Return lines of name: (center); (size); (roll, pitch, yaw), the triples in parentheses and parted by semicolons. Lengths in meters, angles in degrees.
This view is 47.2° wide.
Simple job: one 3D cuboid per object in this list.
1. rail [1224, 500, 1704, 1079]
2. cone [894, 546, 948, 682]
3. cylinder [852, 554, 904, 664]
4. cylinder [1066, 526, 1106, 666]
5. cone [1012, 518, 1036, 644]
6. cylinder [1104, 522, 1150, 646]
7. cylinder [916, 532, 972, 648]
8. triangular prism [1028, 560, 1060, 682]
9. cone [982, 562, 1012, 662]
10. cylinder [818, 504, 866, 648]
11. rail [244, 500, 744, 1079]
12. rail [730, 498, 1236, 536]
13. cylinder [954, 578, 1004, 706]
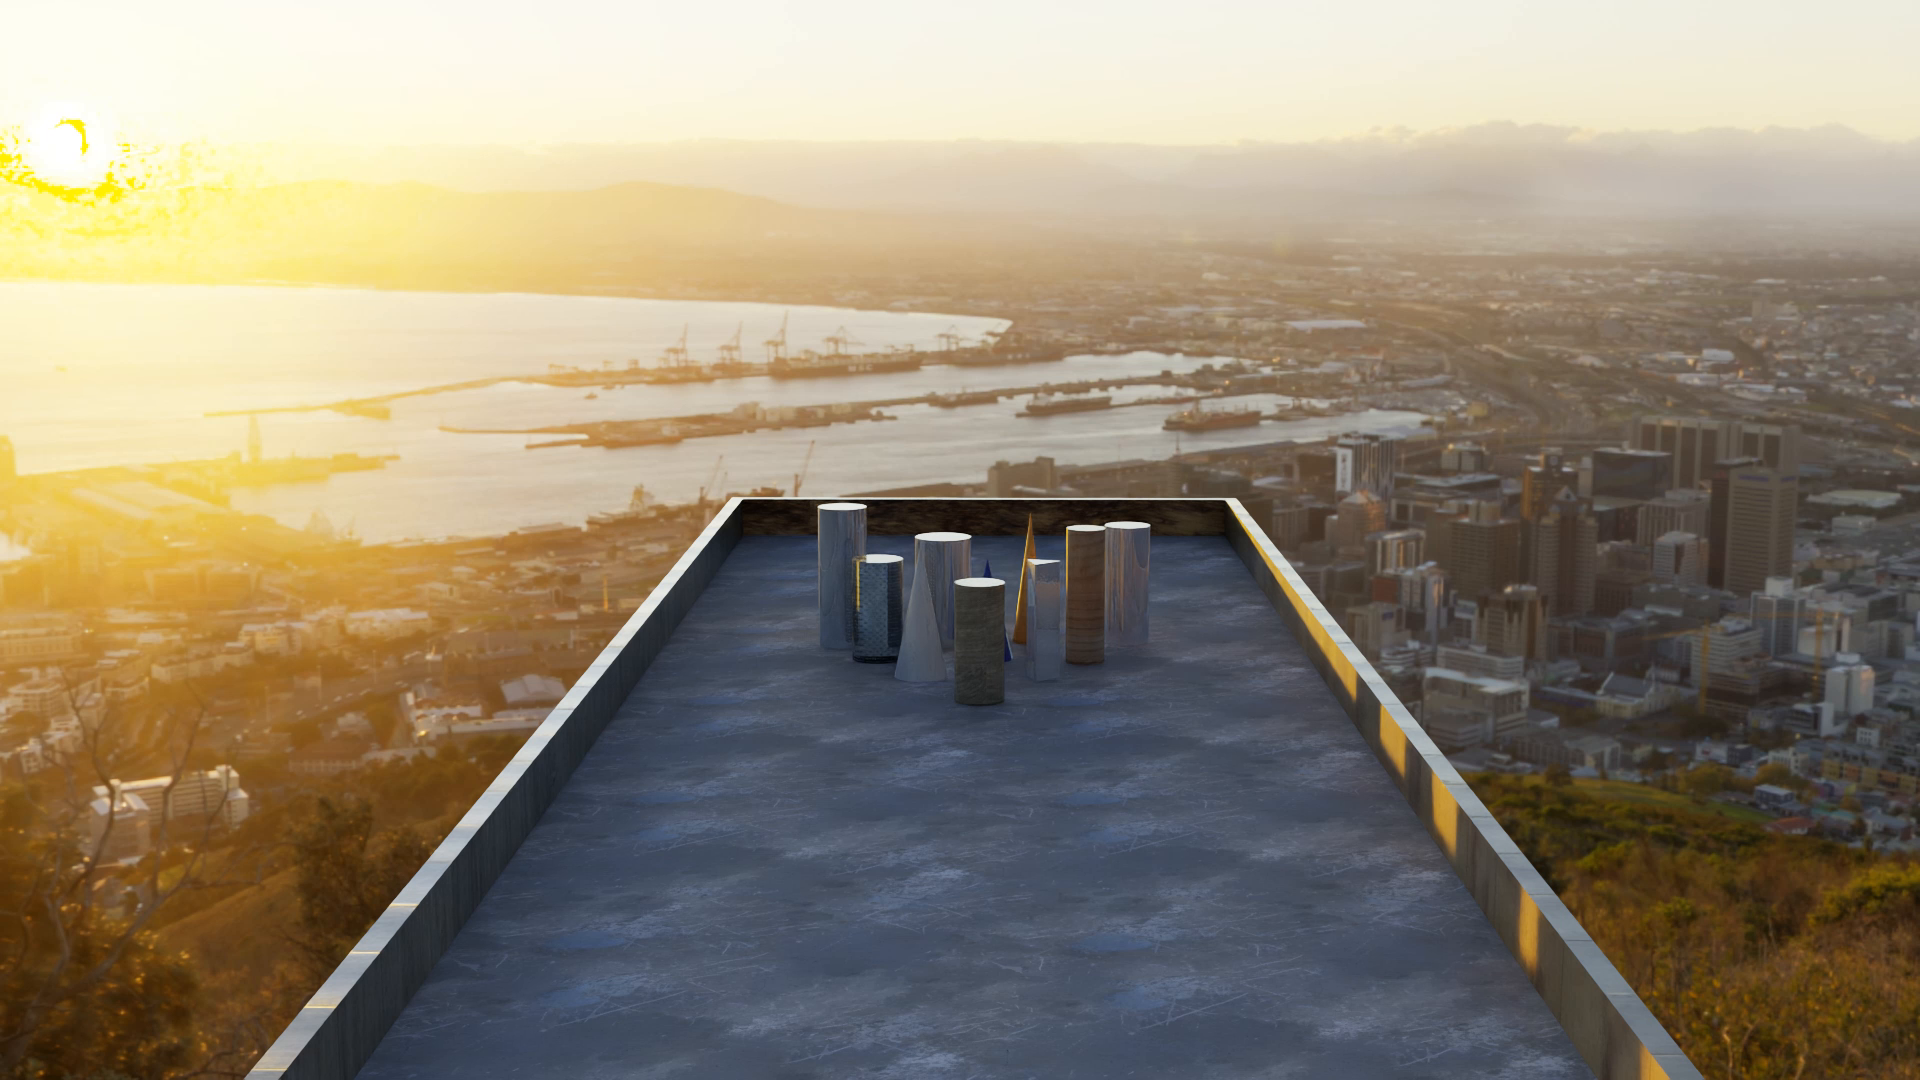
rail: (1.046, 0.843, 3.208); (0.050, 0.150, 12.000); (0, 9, 1)
cone: (-0.115, 0.206, 6.448); (0.156, 0.395, 0.156); (0, 9, 0)
cylinder: (-0.251, 0.209, 6.701); (0.155, 0.309, 0.155); (0, 9, 0)
cylinder: (0.380, 0.166, 6.649); (0.118, 0.410, 0.118); (0, 9, 0)
cone: (0.222, 0.119, 6.947); (0.110, 0.411, 0.110); (0, 9, 0)
cylinder: (0.528, 0.137, 6.960); (0.144, 0.372, 0.144); (0, 9, 0)
cylinder: (-0.053, 0.156, 6.948); (0.176, 0.337, 0.176); (0, 9, 0)
triangular prism: (0.227, 0.232, 6.440); (0.098, 0.346, 0.085); (-8, 12, -41)
cone: (0.084, 0.209, 6.707); (0.158, 0.308, 0.158); (0, 9, 0)
cylinder: (-0.368, 0.112, 6.908); (0.153, 0.437, 0.153); (0, 9, 0)
rail: (-1.004, 0.839, 3.234); (0.050, 0.150, 12.000); (0, 9, 1)
rail: (0.099, -0.098, 9.147); (2.100, 0.150, 0.050); (0, 9, 1)
cylinder: (0.055, 0.284, 6.142); (0.140, 0.337, 0.140); (0, 9, 0)
